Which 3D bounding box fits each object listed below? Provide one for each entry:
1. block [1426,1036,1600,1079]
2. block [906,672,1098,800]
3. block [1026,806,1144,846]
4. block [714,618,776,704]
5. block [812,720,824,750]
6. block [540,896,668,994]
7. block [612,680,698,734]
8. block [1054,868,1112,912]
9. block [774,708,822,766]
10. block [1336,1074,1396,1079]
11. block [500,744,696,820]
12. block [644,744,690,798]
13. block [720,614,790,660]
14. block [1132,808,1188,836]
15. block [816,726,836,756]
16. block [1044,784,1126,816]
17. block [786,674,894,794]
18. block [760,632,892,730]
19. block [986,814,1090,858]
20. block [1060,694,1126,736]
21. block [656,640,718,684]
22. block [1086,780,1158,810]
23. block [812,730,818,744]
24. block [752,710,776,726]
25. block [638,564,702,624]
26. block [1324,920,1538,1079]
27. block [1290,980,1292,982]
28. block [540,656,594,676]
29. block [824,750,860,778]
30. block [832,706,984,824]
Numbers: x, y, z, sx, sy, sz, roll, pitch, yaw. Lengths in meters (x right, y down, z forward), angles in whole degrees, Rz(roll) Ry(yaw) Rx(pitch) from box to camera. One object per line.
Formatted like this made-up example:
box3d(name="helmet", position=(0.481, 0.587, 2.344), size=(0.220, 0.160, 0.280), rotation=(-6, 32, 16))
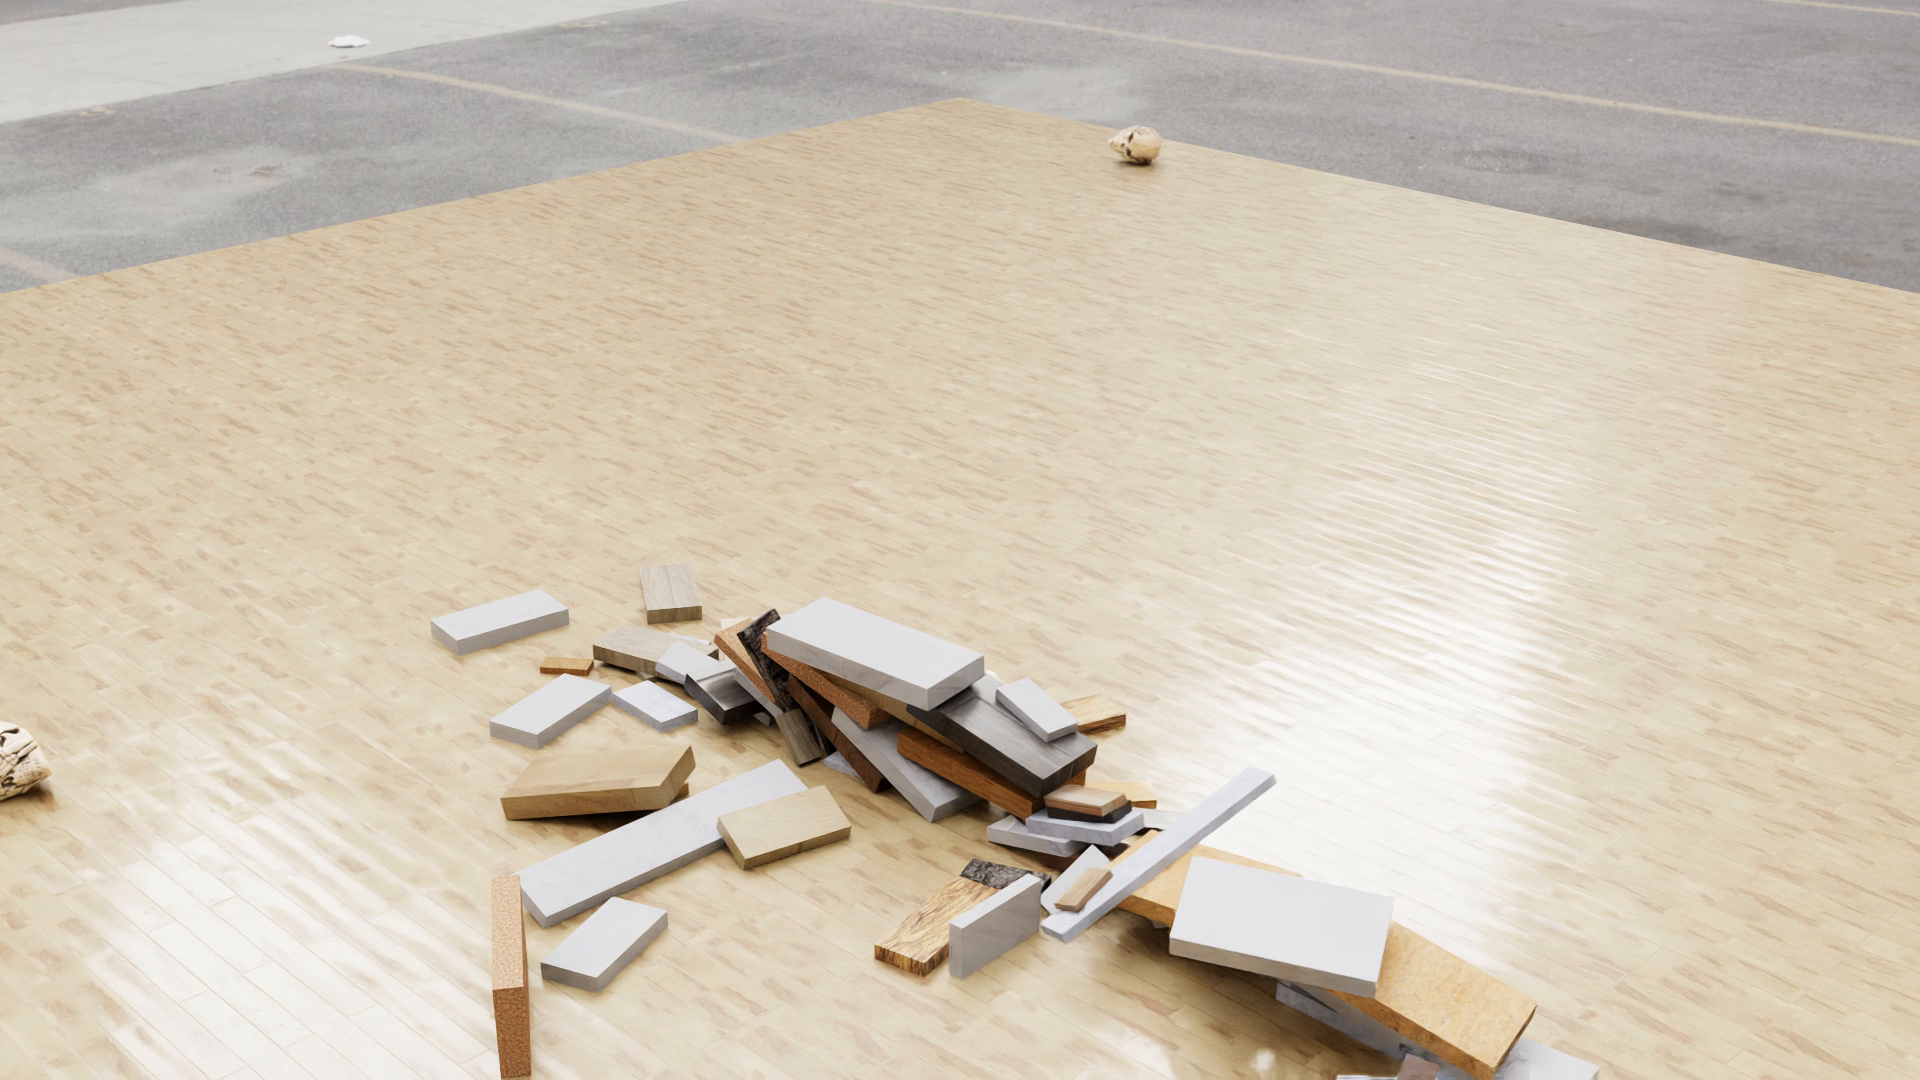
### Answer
box3d(name="block", position=(0.903, 0.861, 3.597), size=(0.246, 0.035, 0.123), rotation=(16, 28, 33))
box3d(name="block", position=(0.082, 0.373, 4.374), size=(0.349, 0.049, 0.175), rotation=(31, 38, 29))
box3d(name="block", position=(0.241, 0.546, 4.244), size=(0.208, 0.029, 0.104), rotation=(3, 17, 41))
box3d(name="block", position=(-0.432, 0.262, 4.790), size=(0.205, 0.029, 0.103), rotation=(43, 42, 22))
box3d(name="block", position=(-0.288, 0.386, 4.712), size=(0.057, 0.113, 0.016), rotation=(-20, 4, -39))
box3d(name="block", position=(-0.643, 0.733, 3.991), size=(0.118, 0.034, 0.237), rotation=(10, 25, 22))
box3d(name="block", position=(-0.674, 0.368, 4.860), size=(0.095, 0.027, 0.190), rotation=(-19, 30, -38))
box3d(name="block", position=(0.223, 0.630, 3.963), size=(0.054, 0.015, 0.107), rotation=(-2, 30, 48))
box3d(name="block", position=(-0.342, 0.417, 4.657), size=(0.057, 0.113, 0.016), rotation=(-18, -14, -36))
box3d(name="block", position=(0.752, 0.899, 3.419), size=(0.343, 0.171, 0.049), rotation=(2, 52, 4))
box3d(name="block", position=(-0.731, 0.489, 4.450), size=(0.353, 0.050, 0.176), rotation=(-6, 21, 17))
box3d(name="block", position=(-0.645, 0.488, 4.577), size=(0.094, 0.027, 0.189), rotation=(-12, 26, -27))
box3d(name="block", position=(-0.403, 0.238, 5.093), size=(0.290, 0.041, 0.145), rotation=(-4, 41, -9))
box3d(name="block", position=(0.409, 0.568, 4.396), size=(0.147, 0.021, 0.073), rotation=(4, 23, 10))
box3d(name="block", position=(-0.276, 0.398, 4.690), size=(0.057, 0.113, 0.016), rotation=(-20, -2, -39))
box3d(name="block", position=(0.241, 0.500, 4.236), size=(0.146, 0.021, 0.073), rotation=(4, 18, 45))
box3d(name="block", position=(-0.206, 0.382, 4.639), size=(0.164, 0.047, 0.328), rotation=(-18, 52, -38))
box3d(name="block", position=(-0.247, 0.267, 4.627), size=(0.329, 0.047, 0.164), rotation=(33, 39, 32))
box3d(name="block", position=(0.164, 0.574, 4.308), size=(0.104, 0.029, 0.208), rotation=(-20, 17, -42))
box3d(name="block", position=(0.241, 0.393, 4.795), size=(0.218, 0.031, 0.109), rotation=(-12, 26, -25))
box3d(name="block", position=(-0.576, 0.300, 4.924), size=(0.190, 0.027, 0.095), rotation=(27, 36, 10))
box3d(name="block", position=(0.315, 0.525, 4.495), size=(0.162, 0.023, 0.081), rotation=(-2, 23, -5))
box3d(name="block", position=(-0.332, 0.407, 4.780), size=(0.113, 0.016, 0.057), rotation=(21, 31, 40))
box3d(name="block", position=(-0.456, 0.337, 4.869), size=(0.190, 0.027, 0.095), rotation=(33, 37, 27))
box3d(name="block", position=(-0.713, 0.130, 5.406), size=(0.131, 0.037, 0.262), rotation=(-5, 23, -11))
box3d(name="block", position=(0.767, 0.746, 3.634), size=(0.327, 0.046, 0.163), rotation=(28, 48, 25))
box3d(name="block", position=(0.588, 0.712, 3.840), size=(0.222, 0.031, 0.111), rotation=(30, 49, 27))
box3d(name="block", position=(-0.904, 0.290, 5.057), size=(0.112, 0.016, 0.056), rotation=(3, 23, 7))
box3d(name="block", position=(-0.224, 0.472, 4.627), size=(0.113, 0.016, 0.057), rotation=(14, 27, 30))
box3d(name="block", position=(-0.098, 0.434, 4.537), size=(0.164, 0.047, 0.329), rotation=(-20, 50, -39))
